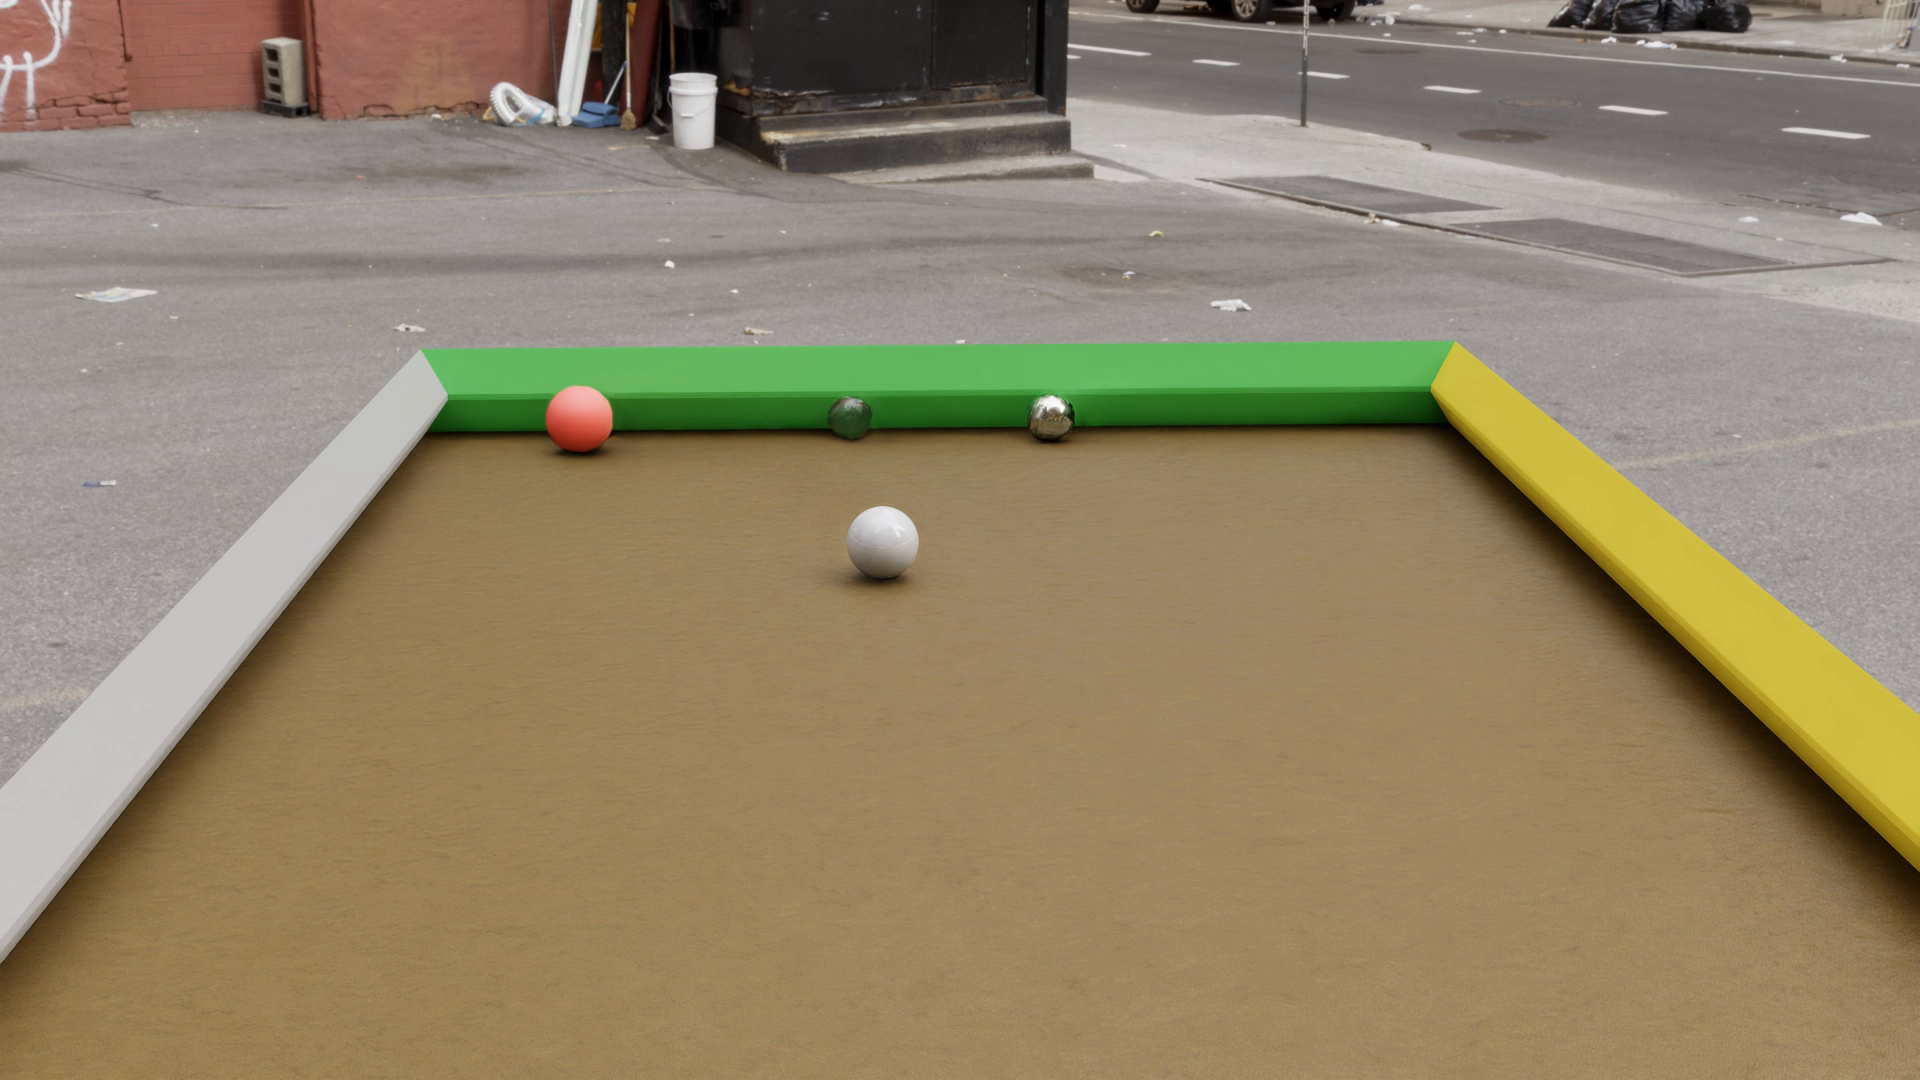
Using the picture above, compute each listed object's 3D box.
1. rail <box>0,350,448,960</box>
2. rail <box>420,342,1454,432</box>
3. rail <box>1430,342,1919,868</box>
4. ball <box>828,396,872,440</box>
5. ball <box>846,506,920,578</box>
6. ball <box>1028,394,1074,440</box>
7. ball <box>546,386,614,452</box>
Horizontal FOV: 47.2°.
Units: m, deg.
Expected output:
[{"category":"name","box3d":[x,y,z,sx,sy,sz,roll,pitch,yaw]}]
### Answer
[{"category":"rail","box3d":[-0.716,0.192,1.882,0.045,0.124,2.841,-1,17,-2]},{"category":"rail","box3d":[-0.026,-0.222,3.244,1.533,0.124,0.045,-1,17,-2]},{"category":"rail","box3d":[0.769,0.175,1.935,0.045,0.124,2.841,-1,17,-2]},{"category":"ball","box3d":[-0.160,-0.179,3.208,0.064,0.064,0.064,0,17,0]},{"category":"ball","box3d":[-0.091,0.003,2.572,0.085,0.085,0.085,0,17,0]},{"category":"ball","box3d":[0.133,-0.179,3.201,0.069,0.069,0.069,0,17,0]},{"category":"ball","box3d":[-0.542,-0.172,3.133,0.095,0.095,0.095,0,17,0]}]
